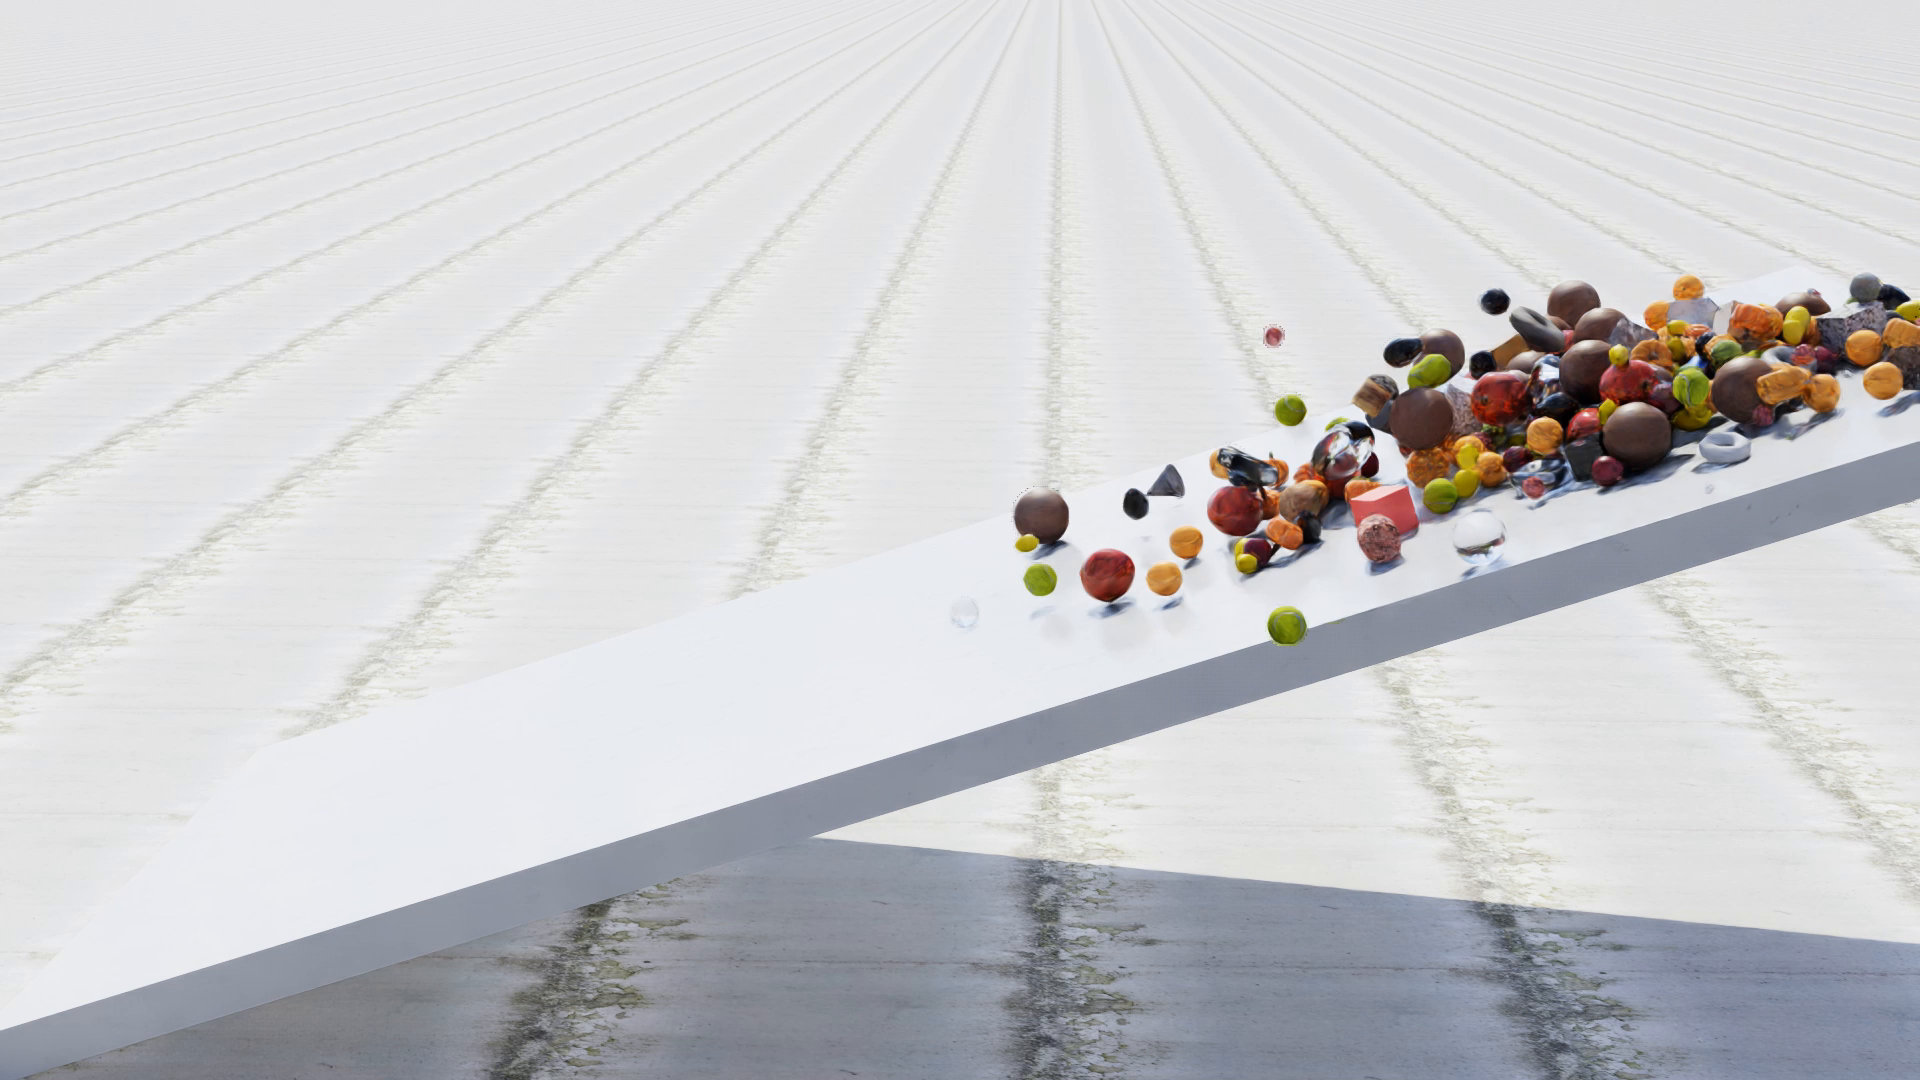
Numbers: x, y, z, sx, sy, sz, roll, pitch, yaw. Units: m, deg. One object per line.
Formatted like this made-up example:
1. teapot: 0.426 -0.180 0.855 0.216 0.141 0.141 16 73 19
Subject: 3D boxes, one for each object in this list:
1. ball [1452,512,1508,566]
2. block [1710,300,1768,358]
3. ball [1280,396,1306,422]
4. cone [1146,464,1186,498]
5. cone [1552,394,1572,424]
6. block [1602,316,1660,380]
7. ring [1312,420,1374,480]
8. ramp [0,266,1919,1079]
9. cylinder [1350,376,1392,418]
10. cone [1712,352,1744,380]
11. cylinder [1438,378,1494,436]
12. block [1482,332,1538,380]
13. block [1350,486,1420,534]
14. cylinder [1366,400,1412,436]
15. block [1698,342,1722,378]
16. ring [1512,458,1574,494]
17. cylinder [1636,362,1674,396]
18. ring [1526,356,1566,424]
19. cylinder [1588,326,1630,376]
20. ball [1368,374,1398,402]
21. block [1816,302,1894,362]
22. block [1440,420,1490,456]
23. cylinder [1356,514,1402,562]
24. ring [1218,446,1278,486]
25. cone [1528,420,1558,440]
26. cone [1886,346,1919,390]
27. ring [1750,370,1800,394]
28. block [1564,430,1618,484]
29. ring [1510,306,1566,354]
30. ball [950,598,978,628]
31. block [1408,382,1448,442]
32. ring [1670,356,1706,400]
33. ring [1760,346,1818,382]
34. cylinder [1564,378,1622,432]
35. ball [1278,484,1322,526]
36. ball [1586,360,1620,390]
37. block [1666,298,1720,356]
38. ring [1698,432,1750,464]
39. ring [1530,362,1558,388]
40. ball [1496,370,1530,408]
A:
1. ball: 0.934 -0.002 5.282 0.099 0.099 0.099 0 12 0
2. block: 1.608 -0.436 6.075 0.079 0.079 0.079 18 -19 -8
3. ball: 0.820 -0.323 7.229 0.063 0.063 0.063 0 12 0
4. cone: 0.457 -0.118 6.703 0.083 0.083 0.083 -25 1 24
5. cone: 1.227 -0.263 6.055 0.059 0.059 0.059 5 55 23
6. block: 1.390 -0.397 6.092 0.084 0.084 0.084 29 -3 21
7. ring: 0.794 -0.186 6.101 0.147 0.147 0.049 -7 46 -32
8. ramp: 0.102 0.182 6.309 4.000 0.100 2.000 -17 11 5
9. cylinder: 0.838 -0.290 6.000 0.063 0.063 0.063 35 6 -4
10. cone: 1.624 -0.365 6.158 0.067 0.067 0.067 -10 16 -41
11. cylinder: 1.054 -0.277 6.133 0.094 0.094 0.094 11 23 -5
12. block: 1.216 -0.395 6.484 0.092 0.092 0.092 -35 2 11
13. block: 0.831 -0.052 5.757 0.085 0.085 0.085 -23 11 -24
14. cylinder: 0.899 -0.258 6.167 0.069 0.069 0.069 15 0 -38
15. block: 1.592 -0.375 6.195 0.054 0.054 0.054 17 63 46
16. ring: 1.134 -0.125 5.720 0.123 0.041 0.123 -14 16 4
17. cylinder: 1.468 -0.341 6.212 0.062 0.062 0.062 -13 4 29
18. ring: 1.189 -0.305 5.965 0.048 0.143 0.143 10 10 -8
19. cylinder: 1.433 -0.413 6.427 0.093 0.093 0.093 14 17 31
20. ball: 0.895 -0.314 6.281 0.084 0.084 0.084 0 12 0
21. block: 1.808 -0.420 5.942 0.096 0.096 0.096 -22 11 -16
22. block: 1.083 -0.209 6.316 0.090 0.090 0.090 1 13 1
23. cylinder: 0.794 -0.003 5.573 0.077 0.077 0.077 0 13 1
24. ring: 0.603 -0.155 6.167 0.139 0.046 0.139 26 4 -2
25. cone: 1.223 -0.226 6.143 0.054 0.054 0.054 19 20 28
26. cone: 1.795 -0.340 5.520 0.092 0.092 0.092 7 29 31
27. ring: 1.639 -0.324 5.902 0.111 0.037 0.111 -16 13 4
28. block: 1.218 -0.161 5.674 0.069 0.069 0.069 -22 8 29
29. ring: 1.273 -0.463 6.480 0.139 0.046 0.139 29 21 -12
30. ball: 0.010 0.154 6.171 0.060 0.060 0.060 0 12 0
31. block: 1.061 -0.284 6.527 0.095 0.095 0.095 -18 10 2
32. ring: 1.508 -0.336 6.089 0.034 0.102 0.102 34 16 3
33. ring: 1.647 -0.349 5.844 0.114 0.038 0.114 0 31 0
34. cylinder: 1.293 -0.274 6.010 0.084 0.084 0.084 27 14 -7
35. ball: 0.703 -0.074 6.080 0.088 0.088 0.088 0 12 0
36. ball: 1.350 -0.344 6.172 0.070 0.070 0.070 0 12 0
37. block: 1.603 -0.465 6.407 0.092 0.092 0.092 -5 -20 38
38. ring: 1.420 -0.171 5.458 0.094 0.031 0.094 -5 29 3
39. ring: 1.285 -0.378 6.640 0.135 0.045 0.135 14 14 -4
40. ball: 1.158 -0.316 6.136 0.078 0.078 0.078 0 12 0
